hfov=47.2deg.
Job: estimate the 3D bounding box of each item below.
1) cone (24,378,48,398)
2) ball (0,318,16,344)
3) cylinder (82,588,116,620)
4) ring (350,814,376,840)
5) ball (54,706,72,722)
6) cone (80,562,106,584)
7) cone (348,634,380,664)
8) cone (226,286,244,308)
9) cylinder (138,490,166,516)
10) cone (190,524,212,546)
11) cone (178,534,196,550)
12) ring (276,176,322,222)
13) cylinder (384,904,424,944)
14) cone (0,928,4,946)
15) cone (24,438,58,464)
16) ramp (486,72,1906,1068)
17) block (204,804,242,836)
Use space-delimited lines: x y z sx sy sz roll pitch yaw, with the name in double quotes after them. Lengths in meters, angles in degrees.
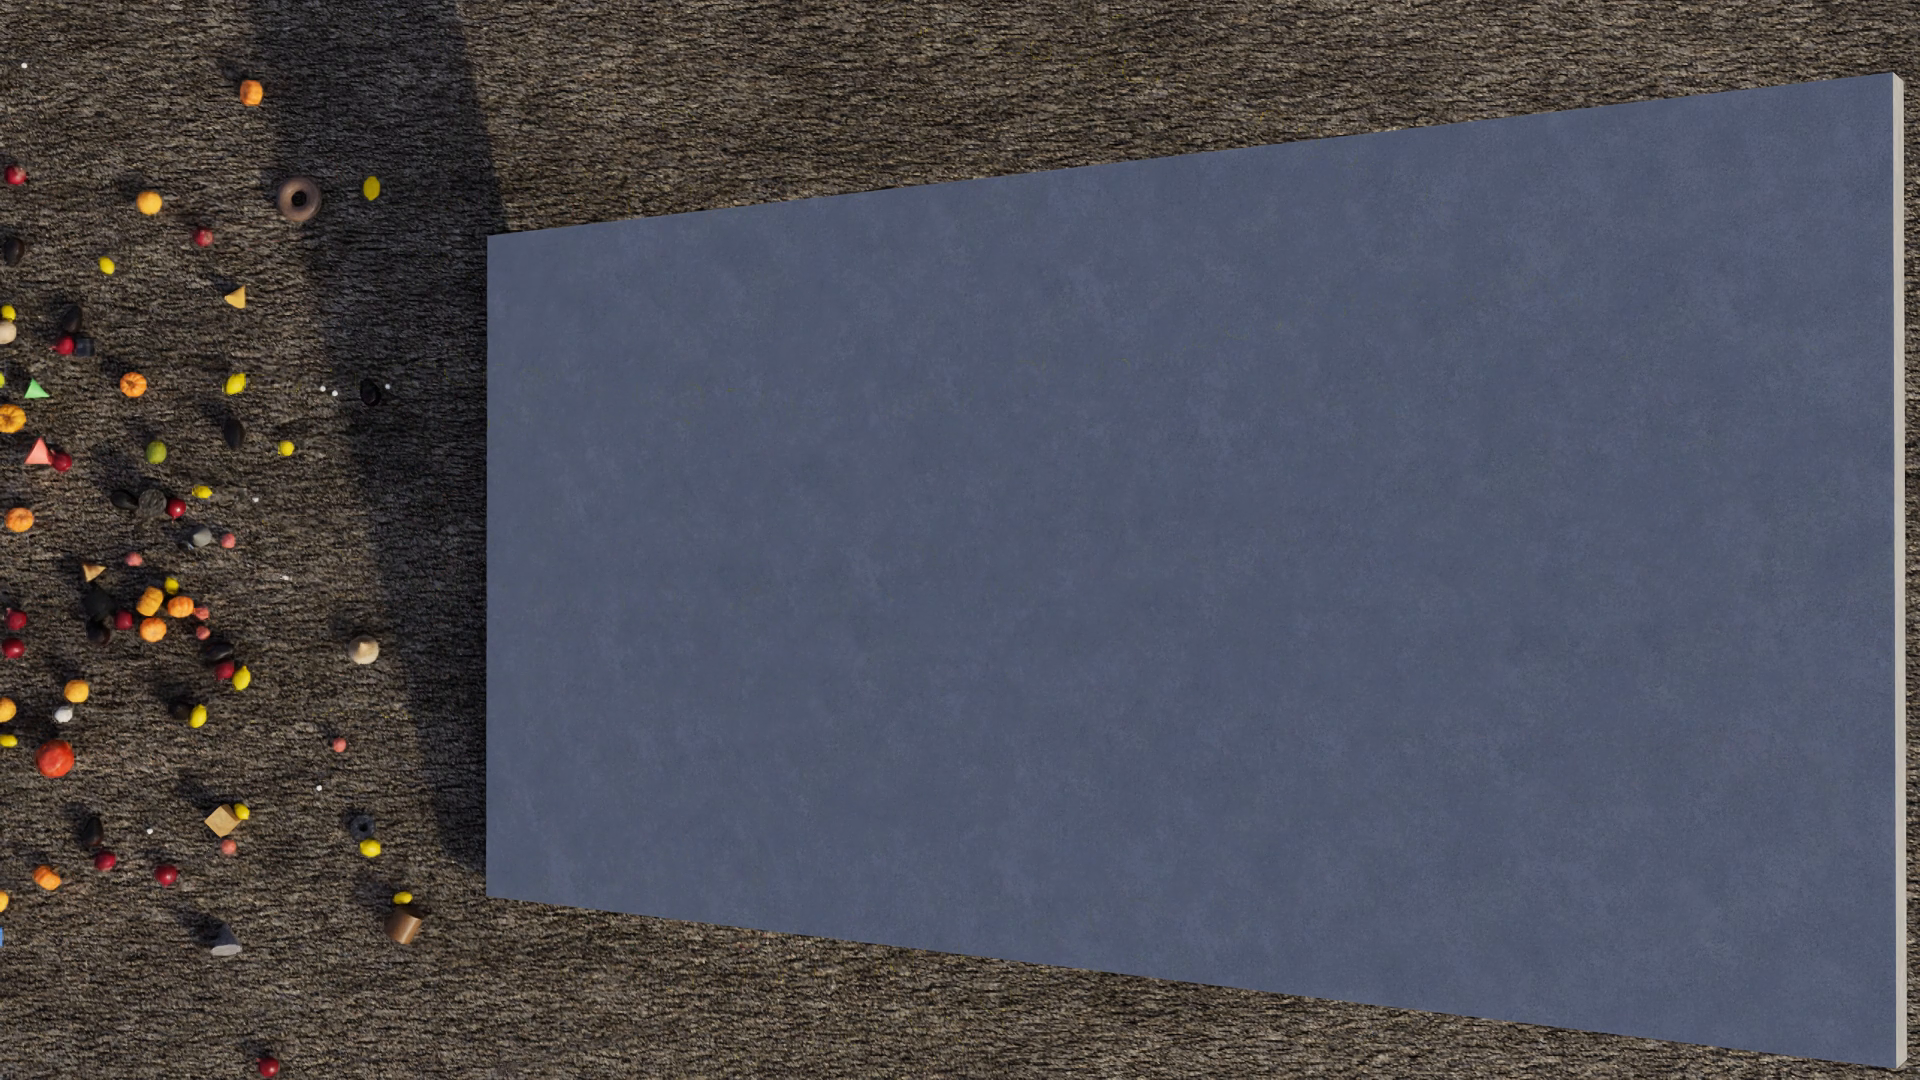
-2.820 -0.453 6.733 0.066 0.066 0.066 25 90 -26 "cone"
-2.920 -0.637 6.710 0.078 0.078 0.078 0 90 0 "ball"
-2.626 0.197 6.706 0.073 0.073 0.073 -36 90 0 "cylinder"
-1.825 0.879 6.724 0.078 0.026 0.078 0 90 -1 "ring"
-2.737 0.533 6.714 0.051 0.051 0.051 0 90 0 "ball"
-2.644 0.093 6.727 0.070 0.070 0.070 -15 89 -27 "cone"
-1.816 0.323 6.682 0.094 0.094 0.094 3 74 -10 "cone"
-2.208 -0.755 6.736 0.063 0.063 0.063 18 63 0 "cone"
-2.458 -0.113 6.693 0.080 0.080 0.080 1 87 -20 "cylinder"
-2.329 -0.014 6.710 0.067 0.067 0.067 0 90 0 "cone"
-2.369 -0.002 6.732 0.050 0.050 0.050 -13 63 0 "cone"
-2.023 -1.044 6.729 0.141 0.047 0.141 0 88 0 "ring"
-1.692 1.170 6.690 0.088 0.088 0.088 29 90 0 "cylinder"
-2.938 1.207 6.722 0.054 0.054 0.054 18 63 0 "cone"
-2.796 -0.253 6.725 0.091 0.091 0.091 32 90 -26 "cone"
0.250 0.069 5.579 4.000 0.100 2.000 0 89 34 "ramp"
-2.245 0.854 6.703 0.068 0.068 0.068 -45 90 0 "block"
